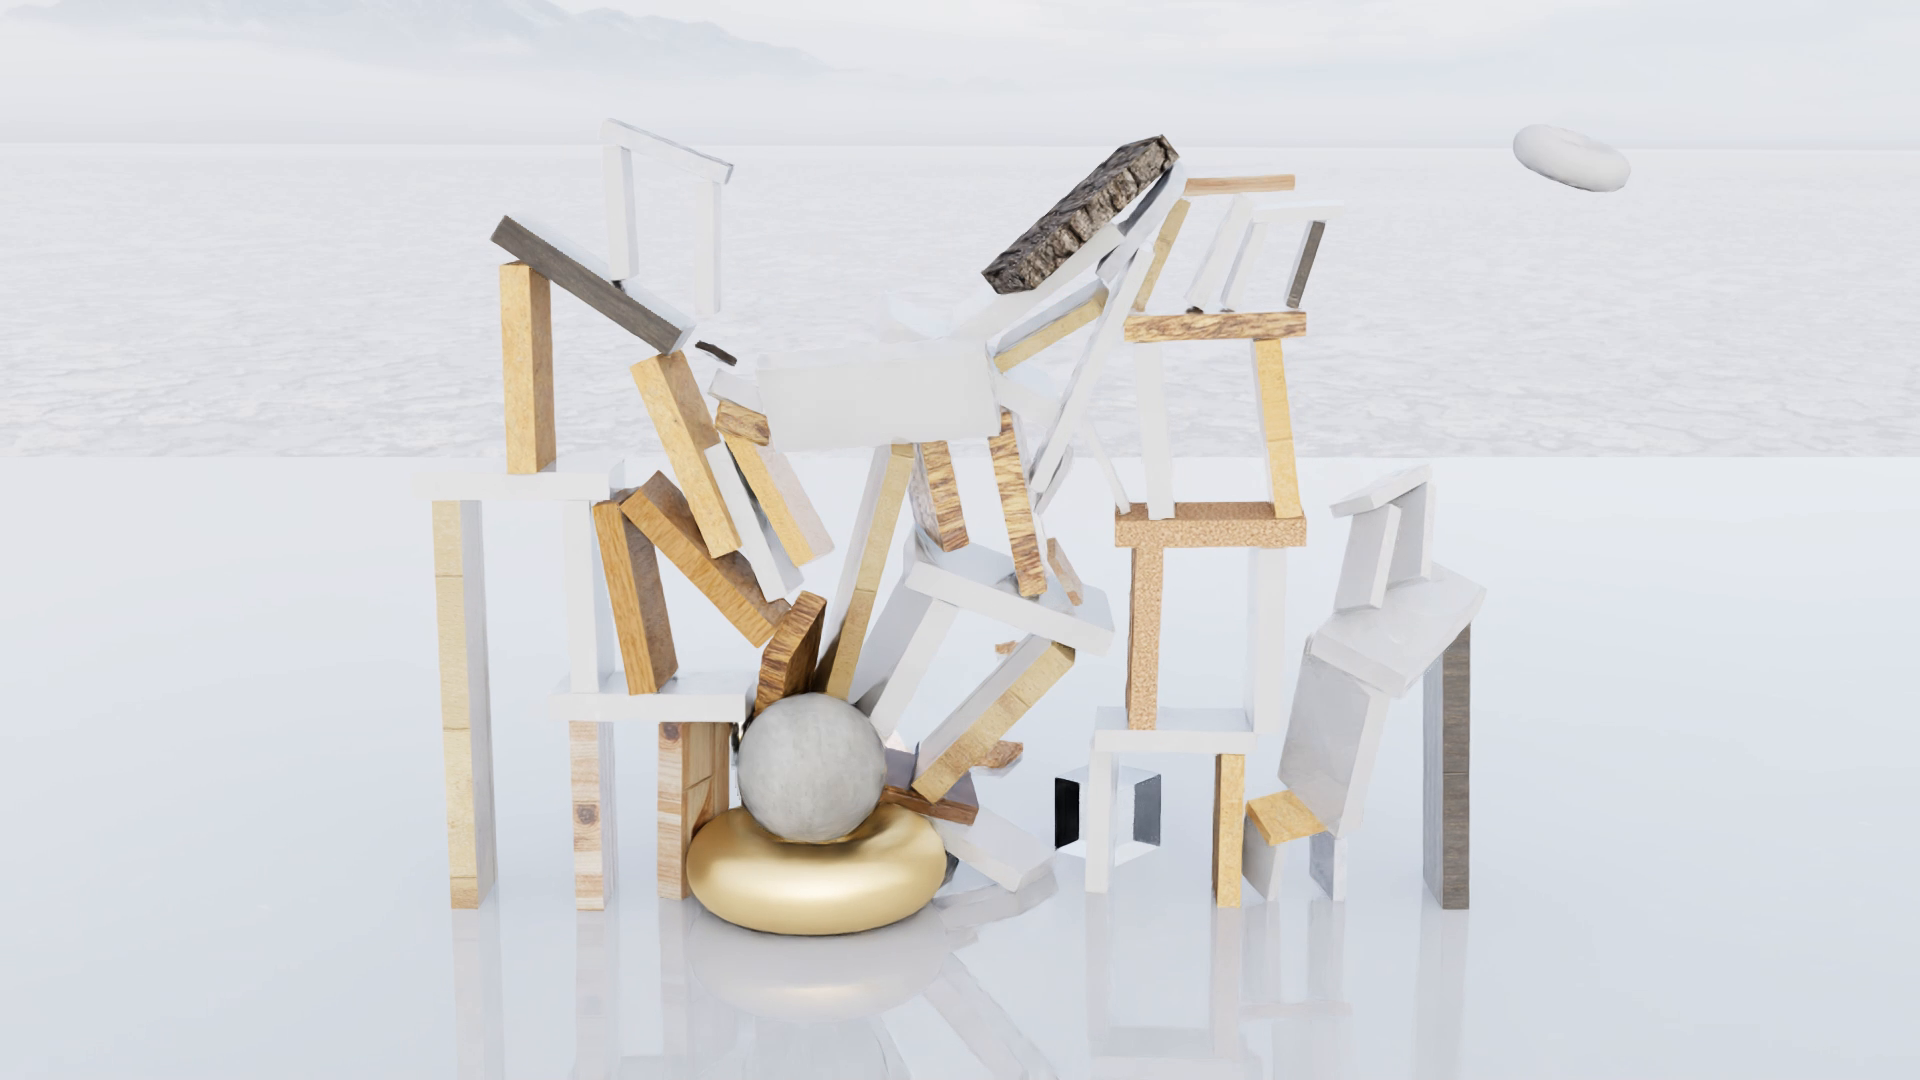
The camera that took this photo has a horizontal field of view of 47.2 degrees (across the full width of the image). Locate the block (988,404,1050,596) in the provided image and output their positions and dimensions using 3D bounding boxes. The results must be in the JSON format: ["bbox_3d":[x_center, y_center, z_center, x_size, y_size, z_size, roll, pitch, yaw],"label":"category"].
[{"bbox_3d":[0.095,-0.080,3.584,0.044,0.308,0.154,-10,17,8],"label":"block"}]

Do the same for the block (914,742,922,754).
[{"bbox_3d":[-0.071,0.435,4.162,0.016,0.057,0.114,10,22,-14],"label":"block"}]

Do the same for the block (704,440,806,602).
[{"bbox_3d":[-0.330,-0.037,3.541,0.037,0.263,0.131,-21,5,10],"label":"block"}]

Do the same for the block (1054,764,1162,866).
[{"bbox_3d":[0.261,0.481,3.888,0.135,0.135,0.135,8,13,38],"label":"block"}]

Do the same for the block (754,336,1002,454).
[{"bbox_3d":[-0.123,-0.220,3.346,0.351,0.155,0.044,-4,38,9],"label":"block"}]

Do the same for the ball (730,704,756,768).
[{"bbox_3d":[-0.388,0.325,3.908,0.160,0.160,0.160,0,11,0],"label":"ball"}]

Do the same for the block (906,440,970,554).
[{"bbox_3d":[-0.060,-0.148,3.551,0.044,0.308,0.154,-19,26,-13],"label":"block"}]

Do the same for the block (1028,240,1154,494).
[{"bbox_3d":[0.204,-0.274,3.460,0.027,0.418,0.095,22,19,-6],"label":"block"}]

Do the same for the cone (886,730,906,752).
[{"bbox_3d":[-0.259,0.442,4.107,0.253,0.253,0.253,-30,2,17],"label":"cone"}]

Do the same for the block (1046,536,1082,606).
[{"bbox_3d":[0.171,0.052,3.605,0.015,0.109,0.054,-20,36,16],"label":"block"}]

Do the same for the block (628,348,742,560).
[{"bbox_3d":[-0.422,-0.143,3.518,0.046,0.328,0.162,-22,7,10],"label":"block"}]

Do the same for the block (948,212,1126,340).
[{"bbox_3d":[0.120,-0.414,3.433,0.310,0.044,0.155,-35,16,16],"label":"block"}]

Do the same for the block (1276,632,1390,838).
[{"bbox_3d":[0.585,0.304,3.449,0.044,0.309,0.154,-19,45,-26],"label":"block"}]

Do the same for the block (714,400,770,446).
[{"bbox_3d":[-0.340,-0.183,3.452,0.091,0.045,0.013,20,-21,-27],"label":"block"}]

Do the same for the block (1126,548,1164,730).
[{"bbox_3d":[0.301,0.144,3.591,0.043,0.301,0.151,2,13,1],"label":"block"}]

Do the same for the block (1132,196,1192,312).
[{"bbox_3d":[0.316,-0.455,3.467,0.026,0.186,0.093,24,16,1],"label":"block"}]

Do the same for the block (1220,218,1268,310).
[{"bbox_3d":[0.445,-0.434,3.453,0.020,0.139,0.070,19,14,-5],"label":"block"}]

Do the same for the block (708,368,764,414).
[{"bbox_3d":[-0.352,-0.234,3.495,0.091,0.045,0.013,24,-33,-10],"label":"block"}]

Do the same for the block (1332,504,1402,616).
[{"bbox_3d":[0.621,0.031,3.353,0.023,0.165,0.082,26,-22,-27],"label":"block"}]

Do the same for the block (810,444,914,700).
[{"bbox_3d":[-0.179,0.121,3.586,0.037,0.689,0.131,9,30,-12],"label":"block"}]

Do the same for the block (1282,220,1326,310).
[{"bbox_3d":[0.538,-0.436,3.438,0.020,0.140,0.070,16,17,0],"label":"block"}]

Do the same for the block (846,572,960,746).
[{"bbox_3d":[-0.118,0.212,3.685,0.050,0.351,0.176,21,19,-21],"label":"block"}]

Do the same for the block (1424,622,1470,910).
[{"bbox_3d":[0.801,0.345,3.624,0.044,0.497,0.154,-2,11,0],"label":"block"}]

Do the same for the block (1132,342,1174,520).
[{"bbox_3d":[0.310,-0.185,3.515,0.040,0.282,0.141,-5,13,7],"label":"block"}]

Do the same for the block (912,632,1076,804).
[{"bbox_3d":[0.060,0.278,3.713,0.050,0.351,0.175,41,18,-9],"label":"block"}]

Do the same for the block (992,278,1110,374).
[{"bbox_3d":[0.142,-0.336,3.442,0.191,0.027,0.095,-29,19,24],"label":"block"}]

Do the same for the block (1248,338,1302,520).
[{"bbox_3d":[0.501,-0.187,3.500,0.040,0.282,0.141,-8,12,4],"label":"block"}]

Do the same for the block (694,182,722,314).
[{"bbox_3d":[-0.397,-0.461,3.467,0.029,0.204,0.102,1,8,0],"label":"block"}]

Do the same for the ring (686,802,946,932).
[{"bbox_3d":[-0.235,0.529,3.614,0.428,0.143,0.428,0,9,0],"label":"ring"}]

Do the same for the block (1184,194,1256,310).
[{"bbox_3d":[0.408,-0.456,3.462,0.026,0.186,0.093,25,11,-3],"label":"block"}]

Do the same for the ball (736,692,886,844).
[{"bbox_3d":[-0.235,0.360,3.477,0.238,0.238,0.238,0,11,0],"label":"ball"}]

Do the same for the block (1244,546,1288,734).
[{"bbox_3d":[0.493,0.146,3.557,0.043,0.301,0.151,0,12,1],"label":"block"}]

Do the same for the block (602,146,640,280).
[{"bbox_3d":[-0.533,-0.516,3.461,0.029,0.204,0.102,-2,12,1],"label":"block"}]

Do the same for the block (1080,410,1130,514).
[{"bbox_3d":[0.231,-0.125,3.525,0.015,0.172,0.054,-24,10,8],"label":"block"}]

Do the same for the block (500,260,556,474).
[{"bbox_3d":[-0.688,-0.279,3.505,0.046,0.325,0.162,0,11,1],"label":"block"}]

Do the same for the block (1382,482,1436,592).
[{"bbox_3d":[0.698,-0.005,3.436,0.082,0.165,0.023,-17,-37,43],"label":"block"}]

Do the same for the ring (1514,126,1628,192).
[{"bbox_3d":[1.051,-0.657,3.782,0.206,0.069,0.206,15,23,-6],"label":"ring"}]
